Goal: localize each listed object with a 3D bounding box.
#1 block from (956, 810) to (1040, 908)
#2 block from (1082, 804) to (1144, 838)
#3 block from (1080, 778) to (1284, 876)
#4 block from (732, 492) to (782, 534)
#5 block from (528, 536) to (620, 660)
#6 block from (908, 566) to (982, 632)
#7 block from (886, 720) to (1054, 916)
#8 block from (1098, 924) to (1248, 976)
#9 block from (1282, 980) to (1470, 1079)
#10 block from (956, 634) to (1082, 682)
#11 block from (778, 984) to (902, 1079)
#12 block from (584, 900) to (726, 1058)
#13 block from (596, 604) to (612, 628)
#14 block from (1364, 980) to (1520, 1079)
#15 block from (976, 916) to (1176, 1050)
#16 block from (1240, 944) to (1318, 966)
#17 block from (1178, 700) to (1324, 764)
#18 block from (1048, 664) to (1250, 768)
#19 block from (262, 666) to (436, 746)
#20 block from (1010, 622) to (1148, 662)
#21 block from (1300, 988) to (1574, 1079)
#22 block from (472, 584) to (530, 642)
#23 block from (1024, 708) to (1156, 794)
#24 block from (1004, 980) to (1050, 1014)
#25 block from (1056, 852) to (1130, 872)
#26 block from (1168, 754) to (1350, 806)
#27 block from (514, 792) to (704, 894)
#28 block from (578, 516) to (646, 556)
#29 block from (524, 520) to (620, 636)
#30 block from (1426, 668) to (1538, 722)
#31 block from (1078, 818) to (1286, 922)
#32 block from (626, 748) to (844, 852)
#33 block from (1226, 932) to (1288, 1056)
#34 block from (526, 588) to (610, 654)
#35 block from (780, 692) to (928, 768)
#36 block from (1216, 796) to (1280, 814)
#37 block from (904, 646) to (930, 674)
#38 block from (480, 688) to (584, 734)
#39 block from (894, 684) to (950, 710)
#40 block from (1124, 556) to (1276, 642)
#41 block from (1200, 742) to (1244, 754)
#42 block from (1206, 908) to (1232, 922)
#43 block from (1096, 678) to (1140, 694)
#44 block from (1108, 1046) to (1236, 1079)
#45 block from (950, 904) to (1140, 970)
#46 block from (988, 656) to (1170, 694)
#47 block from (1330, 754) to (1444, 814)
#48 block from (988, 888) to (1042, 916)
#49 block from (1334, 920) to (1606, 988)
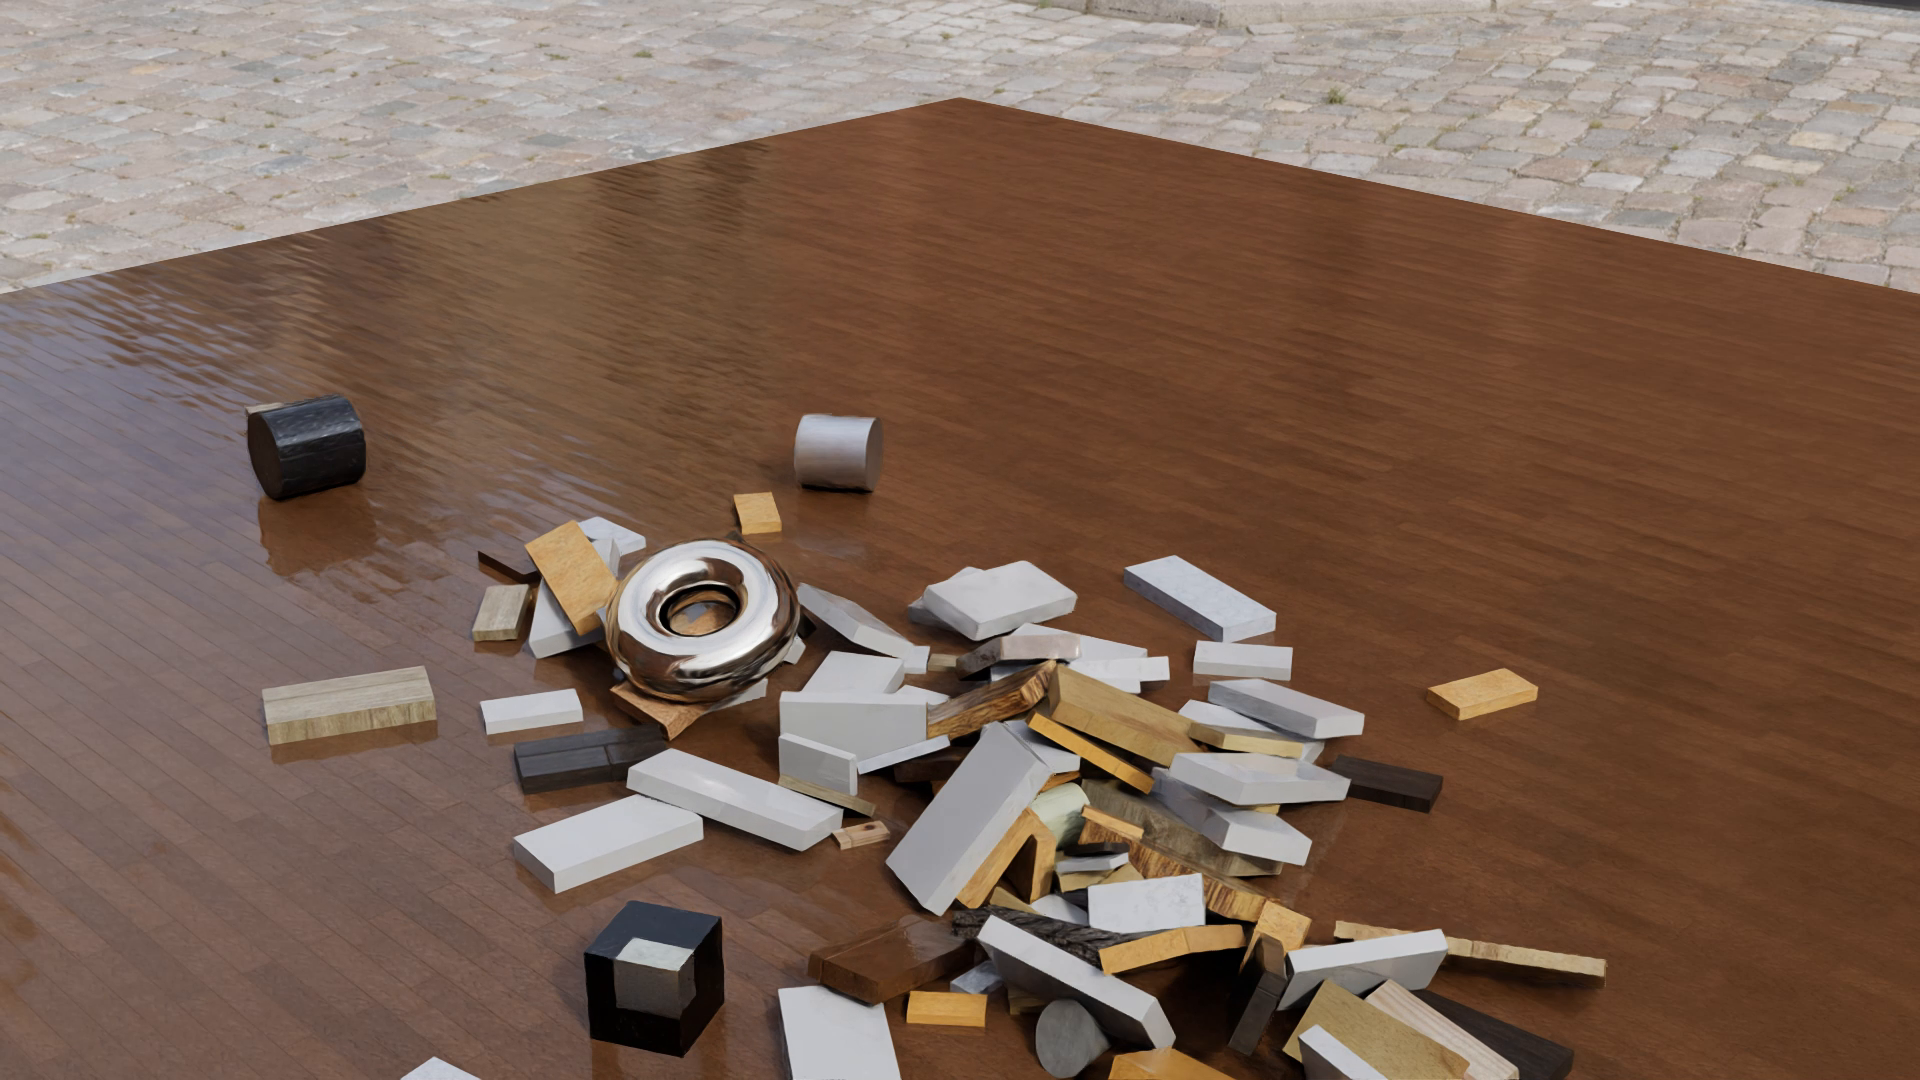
[{"bbox_3d":[0.054,0.585,4.126,0.029,0.206,0.103,37,-2,-35],"label":"block"},{"bbox_3d":[0.292,0.538,4.218,0.121,0.017,0.060,21,1,2],"label":"block"},{"bbox_3d":[0.431,0.559,4.296,0.384,0.051,0.179,22,9,41],"label":"block"},{"bbox_3d":[-0.545,-0.073,5.894,0.104,0.030,0.209,-5,23,-11],"label":"block"},{"bbox_3d":[-0.916,0.134,5.247,0.176,0.050,0.381,-17,31,6],"label":"block"},{"bbox_3d":[0.006,0.143,5.373,0.138,0.039,0.275,13,26,28],"label":"block"},{"bbox_3d":[0.016,0.524,4.155,0.049,0.346,0.173,37,2,-35],"label":"block"},{"bbox_3d":[0.368,0.695,3.744,0.148,0.042,0.408,-19,-14,17],"label":"block"},{"bbox_3d":[0.679,0.847,3.602,0.282,0.040,0.141,25,78,44],"label":"block"},{"bbox_3d":[0.125,0.259,4.825,0.179,0.051,0.358,-1,-11,-16],"label":"block"},{"bbox_3d":[-0.199,0.863,3.663,0.173,0.049,0.361,-4,23,-9],"label":"block"},{"bbox_3d":[-0.522,0.750,3.771,0.173,0.173,0.173,8,24,17],"label":"block"},{"bbox_3d":[-0.733,0.153,5.012,0.174,0.025,0.087,-27,38,-12],"label":"block"},{"bbox_3d":[0.766,0.850,3.633,0.141,0.040,0.282,-32,39,-23],"label":"block"},{"bbox_3d":[0.196,0.753,3.703,0.332,0.166,0.047,22,65,31],"label":"block"},{"bbox_3d":[0.589,0.746,3.901,0.166,0.023,0.083,-6,13,44],"label":"block"},{"bbox_3d":[0.606,0.425,4.703,0.311,0.044,0.155,12,26,25],"label":"block"},{"bbox_3d":[0.392,0.391,4.509,0.442,0.047,0.165,23,21,-10],"label":"block"},{"bbox_3d":[-1.346,0.362,4.844,0.353,0.050,0.176,-8,24,-18],"label":"block"},{"bbox_3d":[0.256,0.270,5.067,0.313,0.044,0.157,12,26,25],"label":"block"},{"bbox_3d":[0.797,0.830,3.753,0.468,0.040,0.139,18,29,36],"label":"block"},{"bbox_3d":[-1.098,0.173,5.274,0.101,0.029,0.203,-3,30,2],"label":"block"},{"bbox_3d":[0.257,0.418,4.367,0.271,0.031,0.108,30,0,-2],"label":"block"},{"bbox_3d":[0.150,0.791,3.845,0.135,0.019,0.068,-3,42,-6],"label":"block"},{"bbox_3d":[0.245,0.595,4.055,0.121,0.017,0.060,-11,0,38],"label":"block"},{"bbox_3d":[0.597,0.468,4.335,0.155,0.044,0.493,21,7,33],"label":"block"},{"bbox_3d":[-0.689,0.586,4.320,0.329,0.047,0.165,-17,28,-35],"label":"block"},{"bbox_3d":[-0.924,-0.008,5.743,0.202,0.029,0.101,21,31,40],"label":"block"},{"bbox_3d":[-0.911,0.085,5.231,0.138,0.039,0.471,-29,32,-11],"label":"block"},{"bbox_3d":[1.166,0.344,4.910,0.220,0.031,0.110,-12,26,-25],"label":"block"},{"bbox_3d":[0.413,0.622,4.124,0.358,0.051,0.179,22,1,41],"label":"block"},{"bbox_3d":[-0.452,0.517,4.410,0.415,0.043,0.153,16,17,23],"label":"block"},{"bbox_3d":[0.495,0.756,3.681,0.040,0.139,0.279,25,5,5],"label":"block"},{"bbox_3d":[-0.828,0.217,5.211,0.106,0.030,0.611,-20,30,-39],"label":"block"},{"bbox_3d":[-0.223,0.400,4.622,0.305,0.153,0.043,1,23,3],"label":"block"},{"bbox_3d":[0.527,0.486,4.335,0.104,0.029,0.208,13,7,-33],"label":"block"},{"bbox_3d":[-0.103,0.277,5.088,0.057,0.016,0.114,1,23,3],"label":"block"},{"bbox_3d":[-0.942,0.376,4.836,0.209,0.030,0.104,-7,24,-16],"label":"block"},{"bbox_3d":[-0.086,0.354,4.907,0.114,0.016,0.057,12,26,27],"label":"block"},{"bbox_3d":[0.581,0.142,5.368,0.157,0.044,0.408,-13,26,-28],"label":"block"},{"bbox_3d":[0.544,0.442,4.481,0.104,0.015,0.052,18,22,-23],"label":"block"},{"bbox_3d":[0.437,0.674,4.097,0.135,0.019,0.067,21,-7,38],"label":"block"},{"bbox_3d":[0.288,0.332,4.768,0.108,0.031,0.217,2,-13,-27],"label":"block"},{"bbox_3d":[0.418,0.901,3.497,0.332,0.047,0.166,19,6,37],"label":"block"},{"bbox_3d":[0.150,0.704,3.905,0.297,0.042,0.149,8,0,31],"label":"block"},{"bbox_3d":[0.258,0.306,4.835,0.385,0.051,0.179,-4,-11,-1],"label":"block"},{"bbox_3d":[0.873,0.502,4.537,0.220,0.031,0.110,10,25,23],"label":"block"},{"bbox_3d":[0.099,0.692,4.046,0.016,0.058,0.116,12,12,-47],"label":"block"},{"bbox_3d":[0.900,0.734,3.894,0.463,0.029,0.104,6,-21,17],"label":"block"}]
